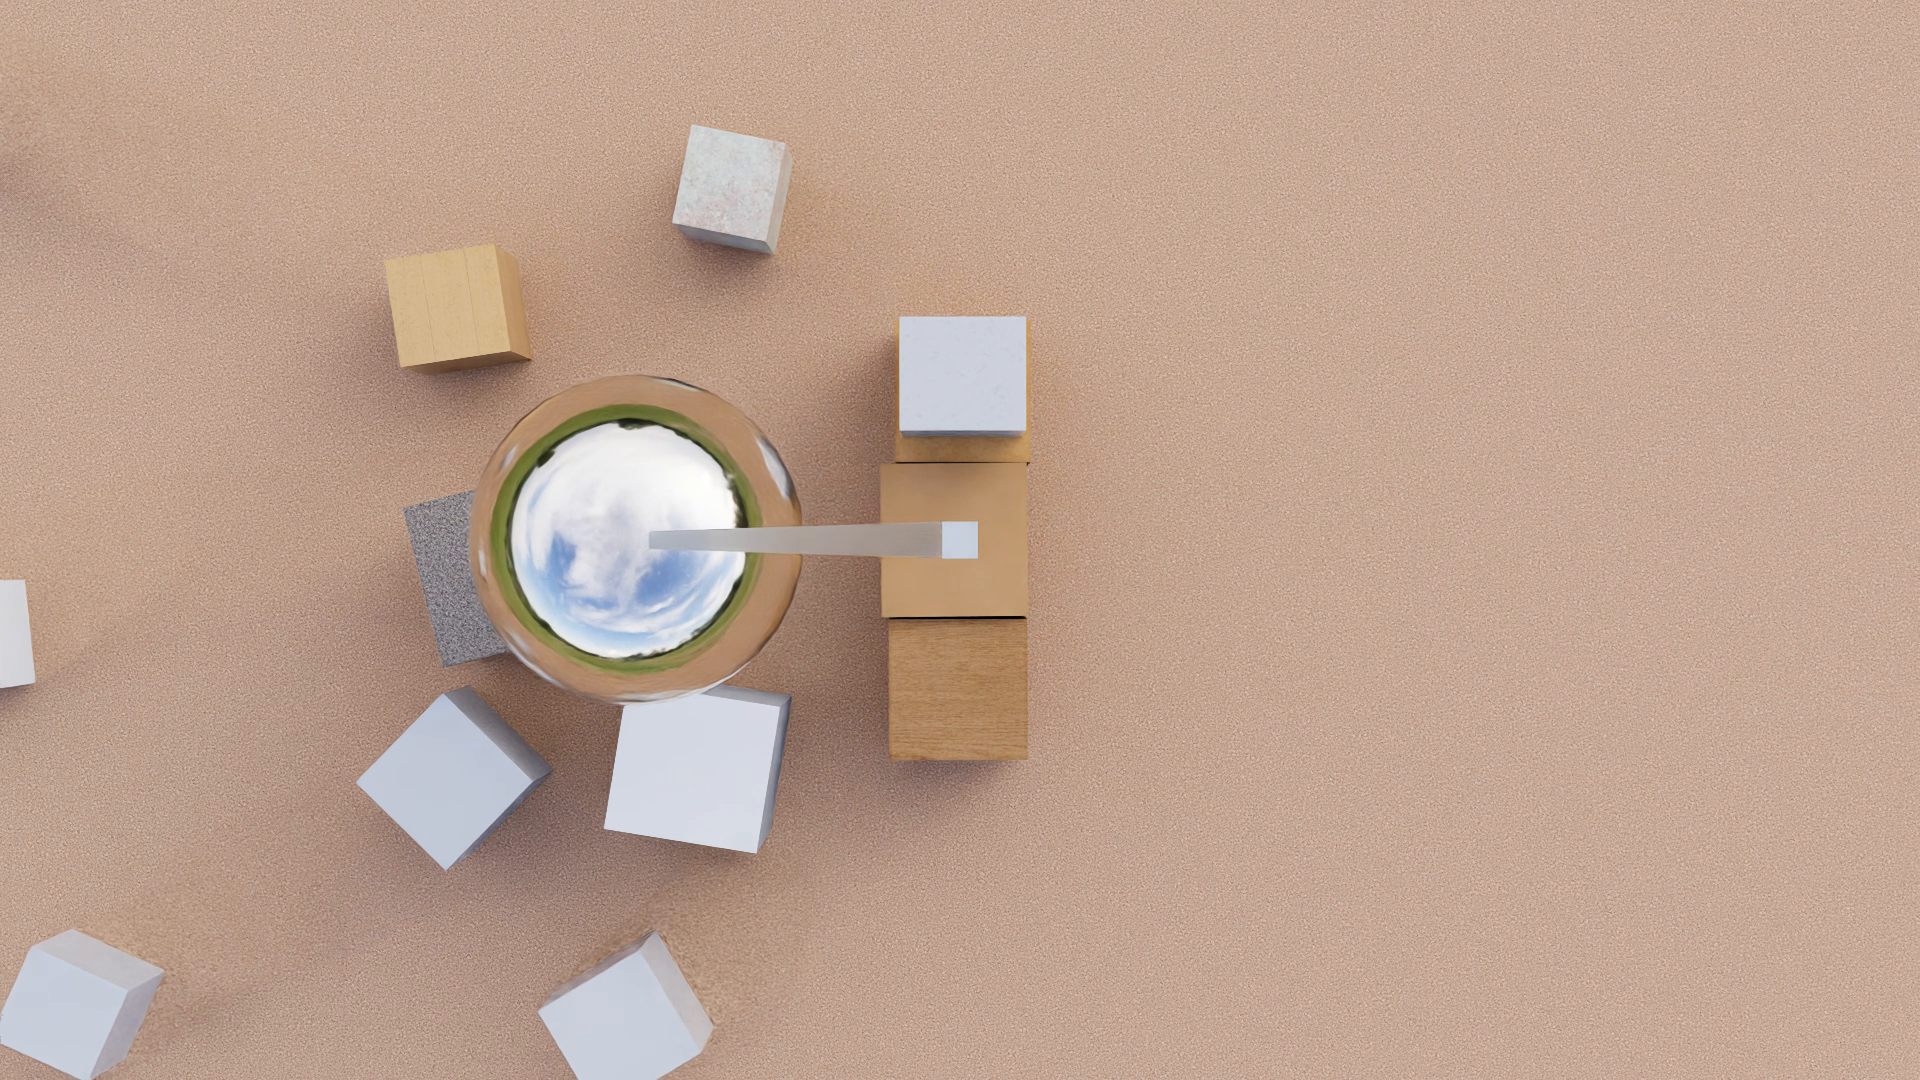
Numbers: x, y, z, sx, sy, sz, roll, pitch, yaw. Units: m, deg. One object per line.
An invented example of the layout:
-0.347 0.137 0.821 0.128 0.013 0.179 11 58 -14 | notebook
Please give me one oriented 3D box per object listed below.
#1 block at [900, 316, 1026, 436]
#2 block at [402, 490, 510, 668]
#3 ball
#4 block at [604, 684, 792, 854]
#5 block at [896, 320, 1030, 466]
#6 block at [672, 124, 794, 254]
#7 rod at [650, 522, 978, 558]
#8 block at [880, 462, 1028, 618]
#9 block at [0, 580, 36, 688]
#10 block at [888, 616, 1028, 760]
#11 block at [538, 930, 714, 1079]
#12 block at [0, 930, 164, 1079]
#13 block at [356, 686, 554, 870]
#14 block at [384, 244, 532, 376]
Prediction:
0.015 -0.873 11.887 0.663 0.717 0.596 0 90 0 | block
-2.496 0.148 12.541 0.942 0.917 0.910 -14 90 0 | block
-1.549 0.000 10.584 1.600 1.600 1.600 0 90 0 | ball
-1.475 1.255 12.552 0.849 0.896 0.816 9 90 0 | block
0.017 -0.830 12.622 0.756 0.755 0.792 0 90 0 | block
-1.305 -2.015 12.703 0.539 0.593 0.566 11 90 0 | block
-0.671 0.000 7.299 0.080 5.200 0.080 0 90 -15 | rod
-0.033 -0.001 12.615 0.815 0.770 0.853 -1 90 0 | block
-5.797 0.571 12.719 0.604 0.562 0.614 -6 90 0 | block
-0.009 0.836 12.644 0.774 0.713 0.787 0 90 0 | block
-1.914 2.762 12.674 0.666 0.653 0.673 -31 90 0 | block
-5.091 2.681 12.714 0.603 0.572 0.568 24 90 0 | block
-2.895 1.358 12.672 0.708 0.655 0.699 44 90 0 | block
-2.884 -1.319 12.686 0.627 0.627 0.609 -9 90 0 | block
